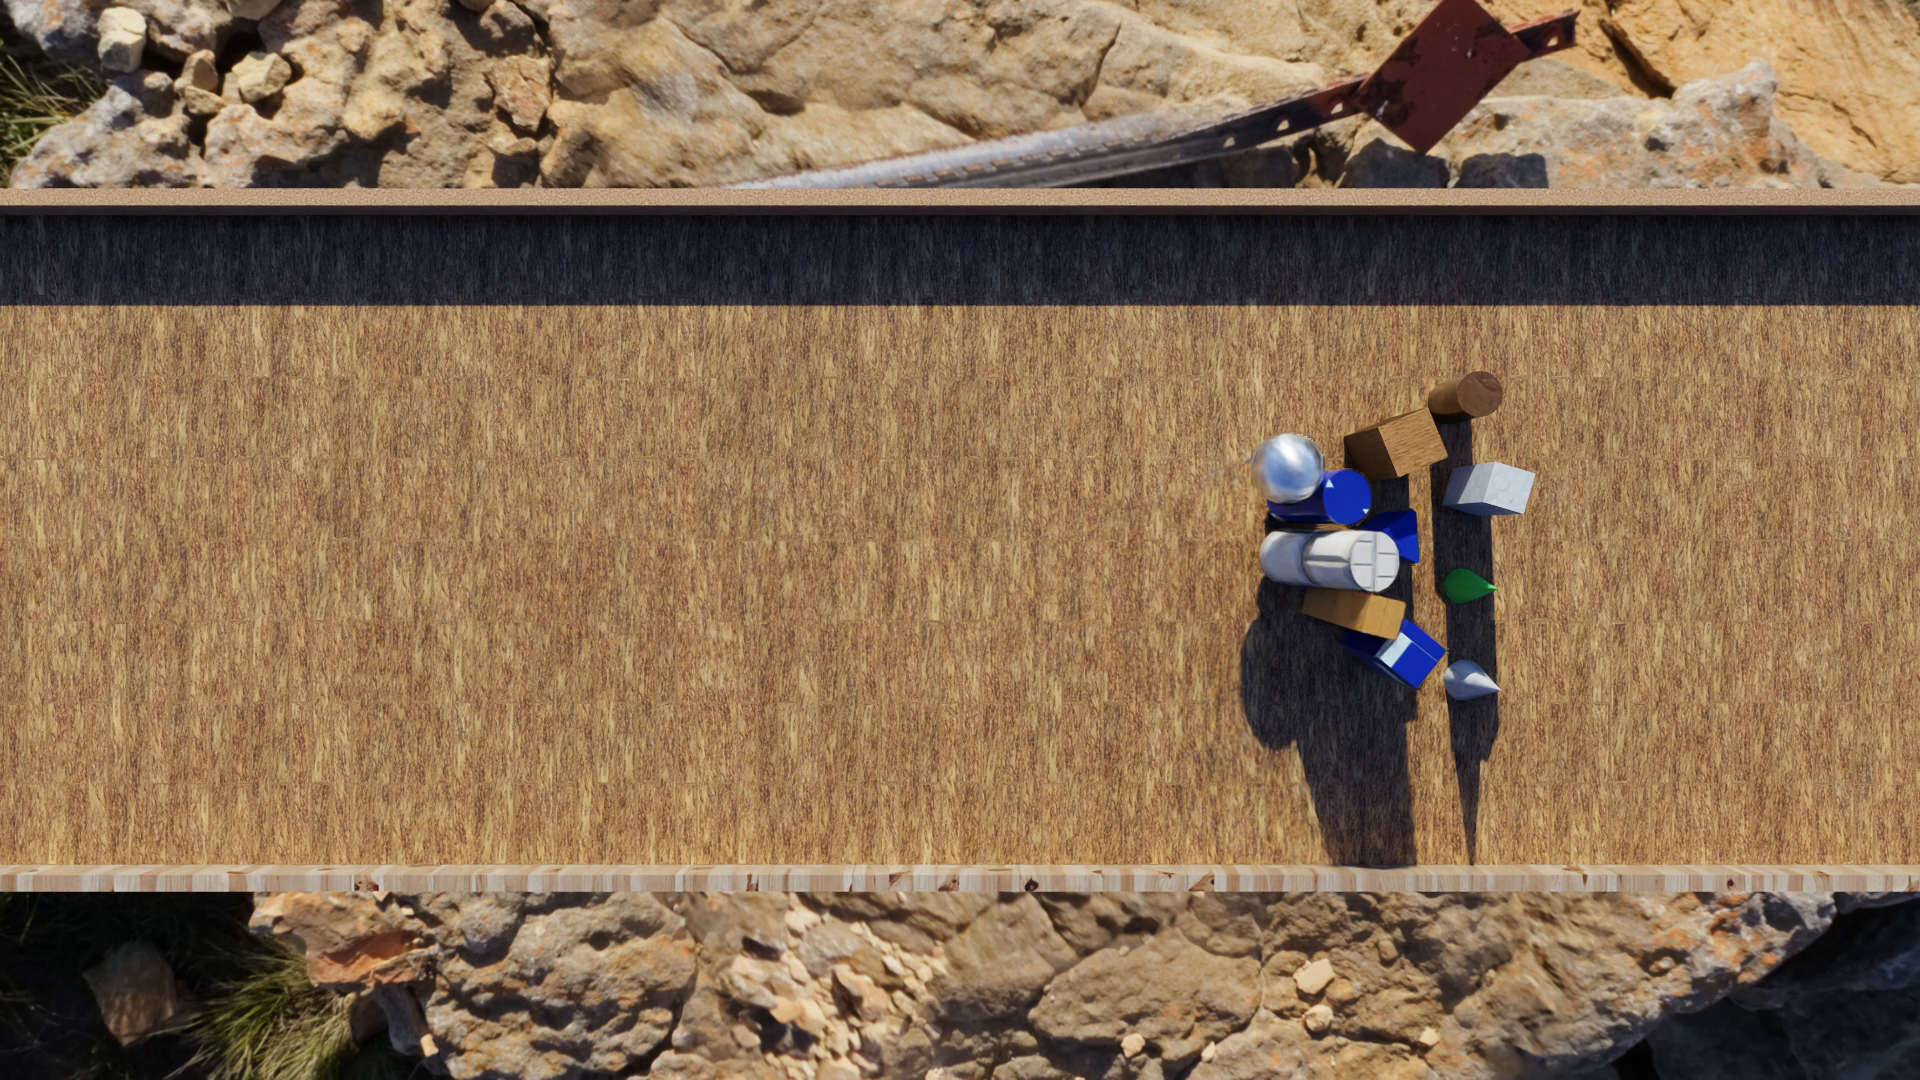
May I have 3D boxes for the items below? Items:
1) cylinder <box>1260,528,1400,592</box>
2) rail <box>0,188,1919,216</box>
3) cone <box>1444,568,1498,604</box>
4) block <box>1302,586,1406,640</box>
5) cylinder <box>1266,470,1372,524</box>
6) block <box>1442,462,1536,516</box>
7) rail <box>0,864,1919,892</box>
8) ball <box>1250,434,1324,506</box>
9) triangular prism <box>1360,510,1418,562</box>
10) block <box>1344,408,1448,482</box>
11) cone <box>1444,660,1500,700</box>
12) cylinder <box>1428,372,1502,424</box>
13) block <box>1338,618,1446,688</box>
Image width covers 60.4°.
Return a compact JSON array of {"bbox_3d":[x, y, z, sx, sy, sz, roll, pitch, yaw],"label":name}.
[{"bbox_3d":[1.077,0.055,4.840,0.170,0.440,0.170,-1,92,-25],"label":"cylinder"},{"bbox_3d":[-2.247,-1.025,5.002,12.000,0.150,0.050,0,90,0],"label":"rail"},{"bbox_3d":[1.543,0.141,4.901,0.109,0.351,0.109,0,90,0],"label":"cone"},{"bbox_3d":[1.152,0.200,4.856,0.111,0.423,0.111,14,92,-12],"label":"block"},{"bbox_3d":[1.060,-0.127,4.895,0.158,0.330,0.158,-1,92,-19],"label":"cylinder"},{"bbox_3d":[1.556,-0.148,4.874,0.119,0.406,0.119,16,90,0],"label":"block"},{"bbox_3d":[-2.247,1.025,5.001,12.000,0.150,0.050,0,90,0],"label":"rail"},{"bbox_3d":[0.940,-0.202,4.739,0.206,0.206,0.206,0,90,0],"label":"ball"},{"bbox_3d":[1.279,-0.025,4.916,0.151,0.319,0.130,26,89,-1],"label":"triangular prism"},{"bbox_3d":[1.280,-0.276,4.867,0.153,0.419,0.153,-22,90,0],"label":"block"},{"bbox_3d":[1.554,0.432,4.905,0.127,0.344,0.127,0,90,0],"label":"cone"},{"bbox_3d":[1.505,-0.423,4.926,0.133,0.300,0.133,0,90,0],"label":"cylinder"},{"bbox_3d":[1.271,0.314,4.873,0.137,0.395,0.137,38,90,-6],"label":"block"}]
